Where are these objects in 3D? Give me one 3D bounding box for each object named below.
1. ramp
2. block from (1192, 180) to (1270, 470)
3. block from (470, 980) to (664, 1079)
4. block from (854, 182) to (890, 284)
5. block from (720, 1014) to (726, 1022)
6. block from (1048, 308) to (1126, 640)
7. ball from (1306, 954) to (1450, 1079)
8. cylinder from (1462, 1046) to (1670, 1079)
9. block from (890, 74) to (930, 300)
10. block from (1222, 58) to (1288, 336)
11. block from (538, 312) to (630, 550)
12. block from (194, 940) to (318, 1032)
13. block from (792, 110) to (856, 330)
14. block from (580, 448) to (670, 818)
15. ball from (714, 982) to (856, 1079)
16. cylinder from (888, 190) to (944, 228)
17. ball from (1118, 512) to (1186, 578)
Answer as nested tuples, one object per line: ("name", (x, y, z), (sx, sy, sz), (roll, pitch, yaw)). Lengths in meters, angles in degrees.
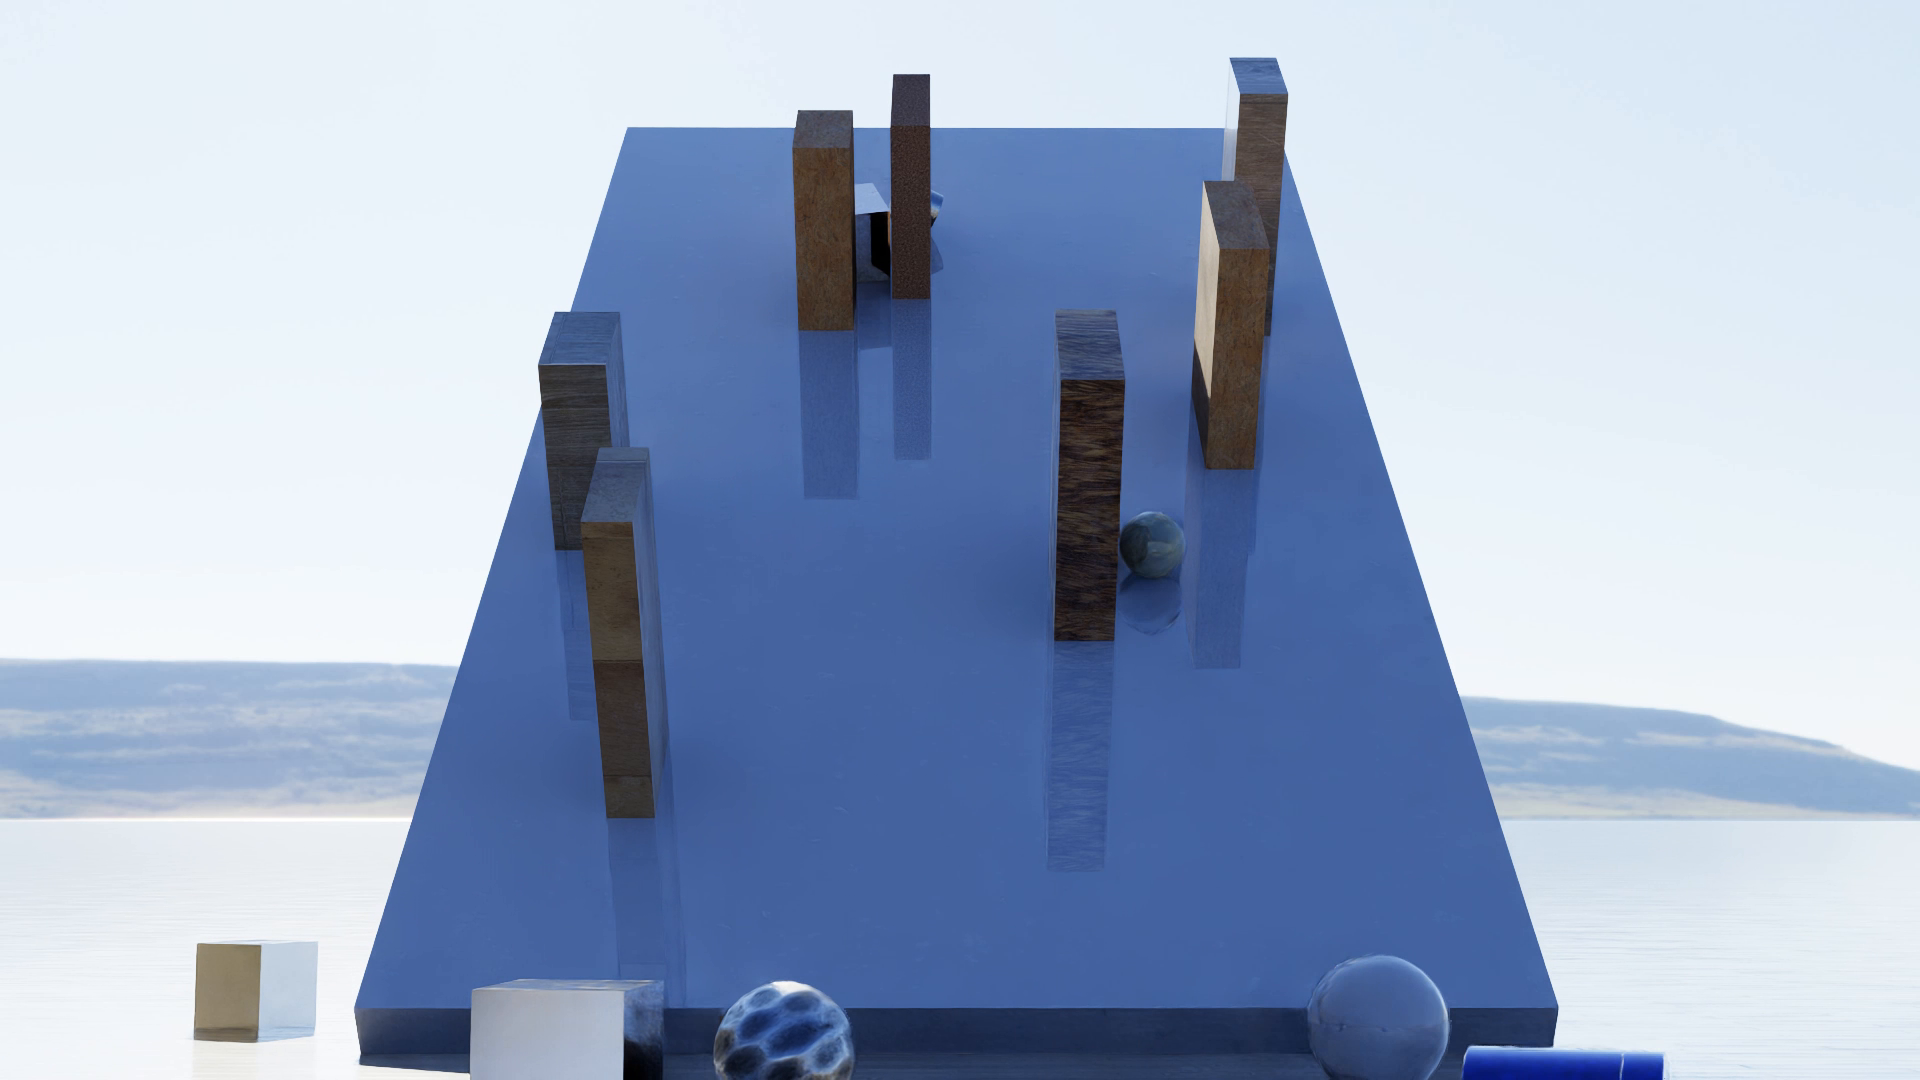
("ramp", (-0.014, -0.203, 5.769), (2.000, 0.100, 4.000), (0, 31, 0))
("block", (0.623, -0.501, 5.635), (0.111, 0.553, 0.391), (0, 31, 0))
("block", (-0.482, 0.644, 2.993), (0.189, 0.189, 0.189), (-1, -7, 7))
("block", (-0.307, -0.819, 6.510), (0.199, 0.199, 0.199), (-8, 32, -13))
("block", (-0.276, 0.747, 3.535), (0.107, 0.107, 0.107), (6, -9, -42))
("block", (0.255, -0.132, 4.965), (0.124, 0.601, 0.317), (0, 31, 0))
("ball", (0.596, 0.692, 3.462), (0.201, 0.201, 0.201), (0, -6, 0))
("cylinder", (0.570, 0.568, 2.272), (0.180, 0.180, 0.180), (-2, -7, 19))
("block", (-0.129, -0.939, 6.435), (0.100, 0.483, 0.377), (0, 31, 0))
("block", (0.735, -0.868, 6.158), (0.119, 0.650, 0.259), (0, 31, 0))
("block", (-0.811, -0.237, 5.282), (0.141, 0.451, 0.259), (0, 31, 0))
("block", (-1.335, 0.843, 4.605), (0.158, 0.158, 0.158), (-3, -7, 26))
("block", (-0.344, -0.819, 6.217), (0.141, 0.498, 0.261), (0, 31, 0))
("block", (-0.605, 0.172, 4.418), (0.089, 0.631, 0.266), (0, 31, 0))
("ball", (-0.227, 0.664, 3.138), (0.183, 0.183, 0.183), (0, -6, 0))
("cylinder", (-0.125, -0.927, 6.731), (0.118, 0.118, 0.118), (23, -12, -13))
("ball", (0.410, 0.009, 5.178), (0.142, 0.142, 0.142), (0, -6, 0))
